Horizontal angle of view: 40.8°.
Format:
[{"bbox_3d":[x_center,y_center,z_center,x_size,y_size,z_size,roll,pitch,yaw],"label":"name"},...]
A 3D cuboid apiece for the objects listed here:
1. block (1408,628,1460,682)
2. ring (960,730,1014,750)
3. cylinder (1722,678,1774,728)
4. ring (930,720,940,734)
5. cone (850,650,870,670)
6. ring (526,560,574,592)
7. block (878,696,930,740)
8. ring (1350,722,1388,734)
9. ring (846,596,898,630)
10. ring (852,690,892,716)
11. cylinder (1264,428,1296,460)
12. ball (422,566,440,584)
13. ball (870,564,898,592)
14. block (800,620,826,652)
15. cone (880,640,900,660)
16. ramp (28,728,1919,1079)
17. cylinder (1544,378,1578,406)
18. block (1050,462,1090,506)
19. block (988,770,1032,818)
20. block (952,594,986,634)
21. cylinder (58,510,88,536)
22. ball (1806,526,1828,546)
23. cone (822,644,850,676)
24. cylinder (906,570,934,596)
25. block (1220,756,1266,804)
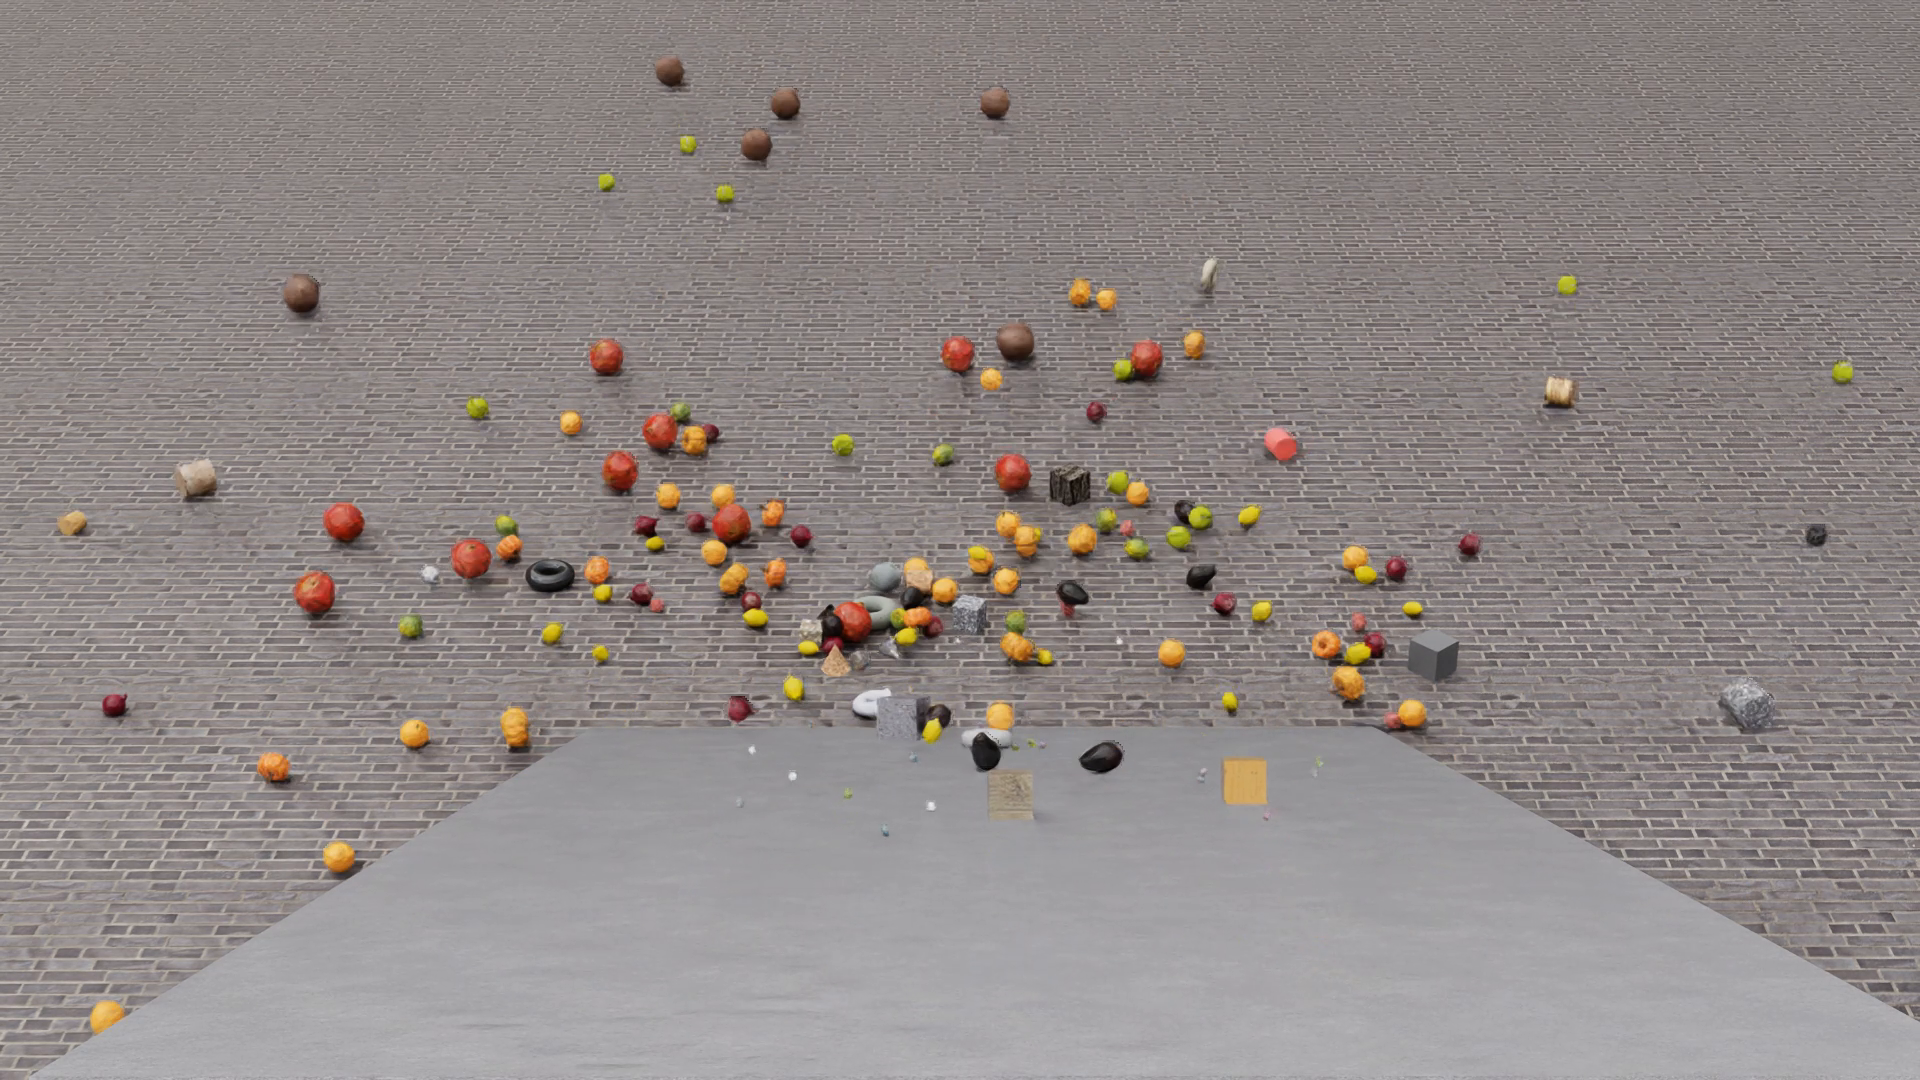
[{"bbox_3d":[1.284,0.312,7.008,0.094,0.094,0.094,-23,35,-37],"label":"block"},{"bbox_3d":[0.062,0.466,6.049,0.125,0.042,0.125,0,-1,0],"label":"ring"},{"bbox_3d":[2.066,0.430,6.779,0.096,0.096,0.096,-7,29,-13],"label":"cylinder"},{"bbox_3d":[-0.096,0.467,6.412,0.091,0.030,0.091,-1,2,0],"label":"ring"},{"bbox_3d":[-0.267,0.329,6.996,0.055,0.055,0.055,-7,2,-14],"label":"cone"},{"bbox_3d":[-1.184,0.102,7.463,0.143,0.048,0.143,1,28,-1],"label":"ring"},{"bbox_3d":[-0.136,0.433,6.295,0.100,0.100,0.100,0,1,20],"label":"block"},{"bbox_3d":[1.058,0.496,6.675,0.104,0.035,0.104,11,-6,1],"label":"ring"},{"bbox_3d":[-0.246,0.204,7.264,0.147,0.049,0.147,-1,28,1],"label":"ring"},{"bbox_3d":[-0.227,0.433,6.827,0.116,0.039,0.116,-7,20,3],"label":"ring"},{"bbox_3d":[1.018,-0.305,8.210,0.078,0.078,0.078,-9,29,-17],"label":"cylinder"},{"bbox_3d":[-1.529,0.101,7.458,0.052,0.052,0.052,0,27,0],"label":"ball"},{"bbox_3d":[-0.219,0.109,7.410,0.082,0.082,0.082,0,27,0],"label":"ball"},{"bbox_3d":[-0.408,0.263,7.135,0.063,0.063,0.063,3,28,6],"label":"block"},{"bbox_3d":[-0.182,0.310,7.087,0.055,0.055,0.055,49,43,8],"label":"cone"},{"bbox_3d":[0.062,0.559,4.597,2.000,0.100,4.000,0,1,0],"label":"ramp"},{"bbox_3d":[1.990,-0.490,8.550,0.087,0.087,0.087,10,29,25],"label":"cylinder"},{"bbox_3d":[0.339,-0.170,7.940,0.089,0.089,0.089,-22,35,-36],"label":"block"},{"bbox_3d":[0.092,0.466,4.742,0.081,0.081,0.081,0,1,0],"label":"block"},{"bbox_3d":[0.027,0.208,7.231,0.073,0.073,0.073,11,29,19],"label":"block"},{"bbox_3d":[-2.659,-0.049,7.741,0.058,0.058,0.058,14,33,25],"label":"cylinder"},{"bbox_3d":[2.543,-0.012,7.664,0.062,0.062,0.062,0,27,0],"label":"ball"},{"bbox_3d":[-0.338,0.315,7.018,0.079,0.079,0.079,0,27,0],"label":"cone"},{"bbox_3d":[-0.115,0.122,7.397,0.071,0.071,0.071,2,28,3],"label":"cylinder"},{"bbox_3d":[0.546,0.463,4.980,0.080,0.080,0.080,0,1,2],"label":"block"}]
